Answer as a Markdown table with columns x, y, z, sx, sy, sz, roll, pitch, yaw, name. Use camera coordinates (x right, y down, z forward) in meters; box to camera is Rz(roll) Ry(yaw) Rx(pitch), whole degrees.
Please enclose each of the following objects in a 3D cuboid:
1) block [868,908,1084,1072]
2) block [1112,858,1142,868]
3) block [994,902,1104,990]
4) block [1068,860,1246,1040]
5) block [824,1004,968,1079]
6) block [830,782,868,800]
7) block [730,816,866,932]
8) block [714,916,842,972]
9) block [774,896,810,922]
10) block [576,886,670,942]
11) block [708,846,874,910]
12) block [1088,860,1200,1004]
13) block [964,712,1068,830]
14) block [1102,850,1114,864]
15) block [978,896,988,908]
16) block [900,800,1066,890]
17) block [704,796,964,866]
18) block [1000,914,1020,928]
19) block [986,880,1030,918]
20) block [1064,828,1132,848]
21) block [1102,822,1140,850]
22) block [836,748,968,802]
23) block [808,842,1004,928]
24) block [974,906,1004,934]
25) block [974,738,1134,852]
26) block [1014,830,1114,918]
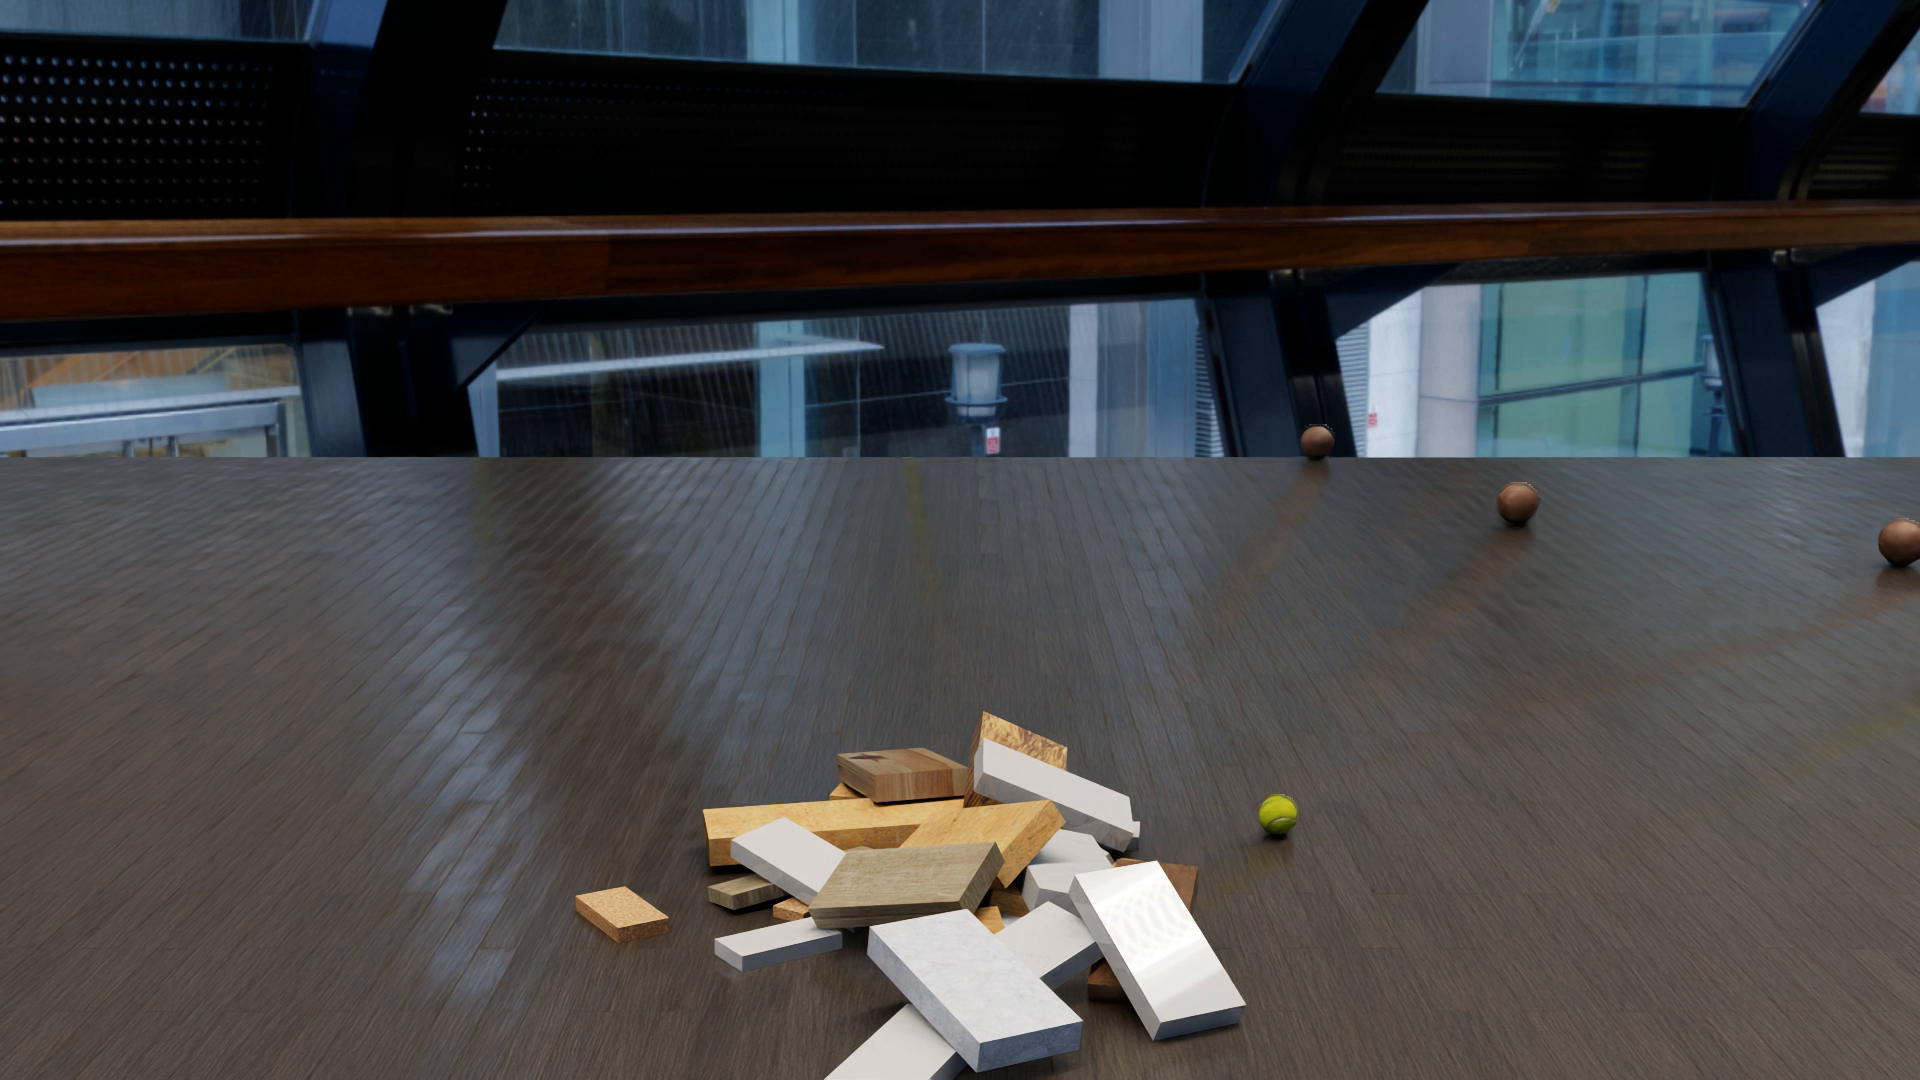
| x | y | z | sx | sy | sz | roll | pitch | yaw | name |
| --- | --- | --- | --- | --- | --- | --- | --- | --- | --- |
| 0.016 | 0.624 | 3.071 | 0.161 | 0.046 | 0.322 | -5 | 22 | -29 | block |
| 0.271 | 0.582 | 3.618 | 0.120 | 0.034 | 0.239 | 6 | 12 | 28 | block |
| 0.083 | 0.620 | 3.199 | 0.252 | 0.036 | 0.126 | -26 | 32 | -35 | block |
| 0.283 | 0.591 | 3.189 | 0.141 | 0.040 | 0.283 | -5 | 41 | -26 | block |
| -0.101 | 0.717 | 2.888 | 0.126 | 0.036 | 0.452 | 4 | 11 | 22 | block |
| -0.183 | 0.478 | 4.205 | 0.088 | 0.025 | 0.176 | 2 | 11 | 12 | block |
| -0.233 | 0.547 | 3.611 | 0.294 | 0.034 | 0.120 | 24 | 29 | 37 | block |
| -0.281 | 0.626 | 3.409 | 0.176 | 0.025 | 0.088 | -7 | 13 | -34 | block |
| -0.240 | 0.595 | 3.594 | 0.064 | 0.018 | 0.128 | 7 | 13 | 35 | block |
| -0.544 | 0.602 | 3.538 | 0.087 | 0.025 | 0.174 | -6 | 12 | -31 | block |
| -0.268 | 0.563 | 3.677 | 0.300 | 0.025 | 0.087 | -10 | 7 | -33 | block |
| 0.276 | 0.586 | 3.289 | 0.126 | 0.036 | 0.252 | 3 | 38 | 14 | block |
| 0.102 | 0.425 | 3.930 | 0.171 | 0.048 | 0.342 | 24 | 18 | -4 | block |
| 0.199 | 0.544 | 3.763 | 0.072 | 0.020 | 0.143 | -37 | 22 | -14 | block |
| -0.008 | 0.584 | 3.648 | 0.072 | 0.020 | 0.143 | -6 | 12 | -28 | block |
| 0.013 | 0.501 | 3.577 | 0.161 | 0.046 | 0.322 | -43 | 17 | -34 | block |
| -0.183 | 0.505 | 3.875 | 0.526 | 0.048 | 0.171 | -3 | 11 | -9 | block |
| 0.085 | 0.603 | 3.430 | 0.088 | 0.025 | 0.175 | 17 | 9 | 19 | block |
| 0.104 | 0.557 | 3.557 | 0.120 | 0.034 | 0.239 | 13 | 9 | -3 | block |
| 0.216 | 0.513 | 3.883 | 0.174 | 0.025 | 0.087 | 0 | 19 | 2 | block |
| 0.160 | 0.526 | 3.945 | 0.322 | 0.025 | 0.088 | 1 | 11 | 6 | block |
| -0.110 | 0.434 | 4.087 | 0.171 | 0.048 | 0.342 | -3 | 2 | -15 | block |
| -0.084 | 0.535 | 3.407 | 0.283 | 0.040 | 0.141 | -9 | 27 | 33 | block |
| 0.031 | 0.617 | 3.284 | 0.088 | 0.025 | 0.175 | -3 | 32 | -12 | block |
| 0.162 | 0.442 | 3.818 | 0.283 | 0.040 | 0.141 | 23 | 18 | -7 | block |
| 0.166 | 0.535 | 3.528 | 0.161 | 0.046 | 0.337 | 12 | 9 | -11 | block |
